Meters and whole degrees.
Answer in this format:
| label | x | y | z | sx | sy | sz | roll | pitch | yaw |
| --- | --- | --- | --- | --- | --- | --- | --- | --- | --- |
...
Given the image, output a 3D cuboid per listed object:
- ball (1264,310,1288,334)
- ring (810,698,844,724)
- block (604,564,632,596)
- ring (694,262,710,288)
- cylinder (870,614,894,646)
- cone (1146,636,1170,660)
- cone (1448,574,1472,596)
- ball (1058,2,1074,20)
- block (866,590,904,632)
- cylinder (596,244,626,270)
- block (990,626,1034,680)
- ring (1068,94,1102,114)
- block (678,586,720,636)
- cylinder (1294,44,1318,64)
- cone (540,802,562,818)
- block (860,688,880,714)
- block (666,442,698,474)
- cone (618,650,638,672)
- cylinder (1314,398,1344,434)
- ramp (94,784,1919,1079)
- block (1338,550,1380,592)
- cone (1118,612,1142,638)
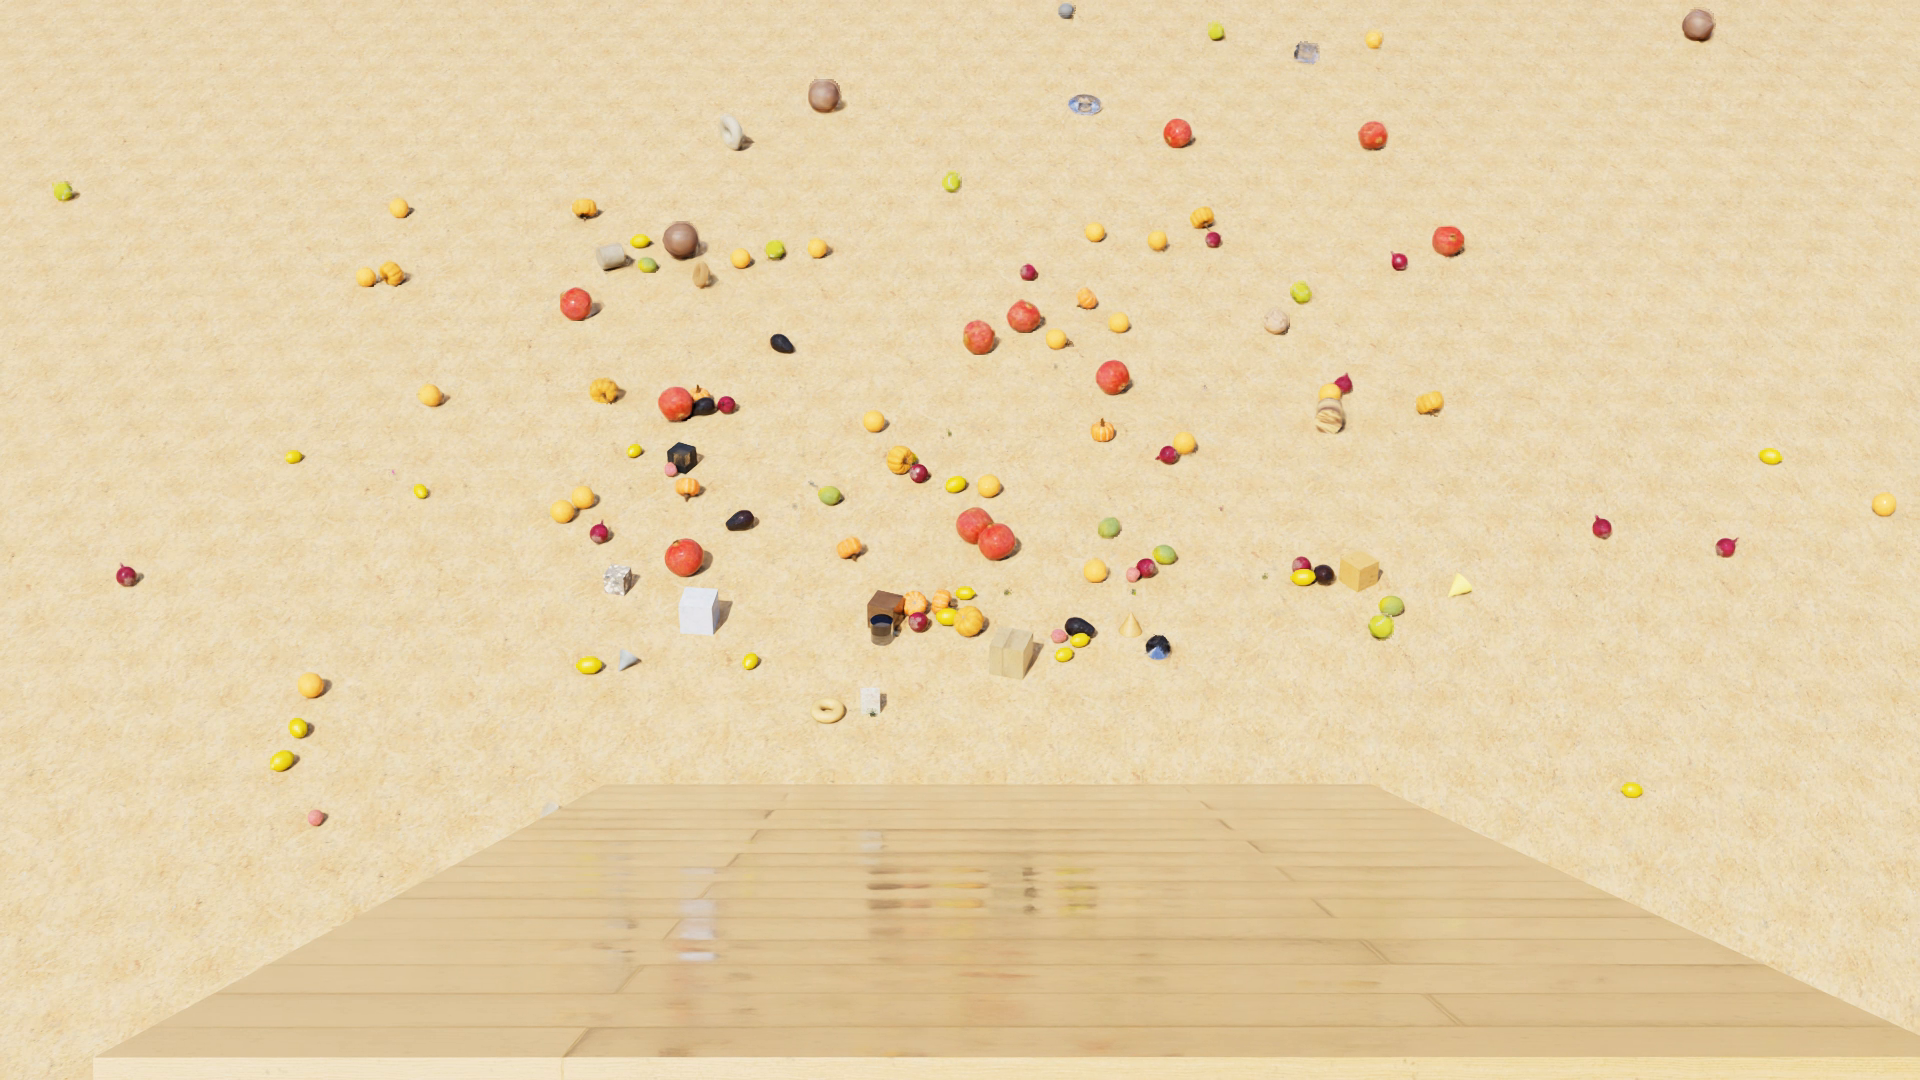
| label | x | y | z | sx | sy | sz | roll | pitch | yaw |
| --- | --- | --- | --- | --- | --- | --- | --- | --- | --- |
| ball | 1.090 | -0.753 | 8.949 | 0.087 | 0.087 | 0.087 | 0 | 33 | 0 |
| ring | -0.365 | 0.469 | 7.145 | 0.095 | 0.032 | 0.095 | 1 | 35 | -1 |
| block | -1.009 | 0.118 | 7.649 | 0.063 | 0.063 | 0.063 | 9 | 34 | 13 |
| ring | -0.923 | -0.945 | 9.245 | 0.030 | 0.089 | 0.089 | 8 | 26 | -33 |
| cylinder | -0.224 | 0.258 | 7.434 | 0.066 | 0.066 | 0.066 | 0 | 33 | 0 |
| cone | 0.565 | 0.301 | 7.399 | 0.072 | 0.072 | 0.072 | 2 | 7 | 2 |
| cone | 1.461 | 0.147 | 7.636 | 0.067 | 0.067 | 0.067 | -40 | 44 | -9 |
| ball | 0.461 | -2.311 | 11.329 | 0.070 | 0.070 | 0.070 | 0 | 33 | 0 |
| block | -0.215 | 0.207 | 7.498 | 0.081 | 0.081 | 0.081 | 12 | 35 | 17 |
| cylinder | -1.260 | -1.021 | 9.362 | 0.081 | 0.081 | 0.081 | -16 | 37 | -23 |
| block | 0.145 | 0.318 | 7.312 | 0.099 | 0.099 | 0.099 | 10 | 35 | 15 |
| ring | 0.507 | -1.767 | 10.527 | 0.137 | 0.046 | 0.137 | 1 | 34 | -1 |
| block | -0.752 | 0.205 | 7.486 | 0.096 | 0.096 | 0.096 | 4 | 34 | 6 |
| cylinder | 1.459 | -2.048 | 10.925 | 0.077 | 0.077 | 0.077 | 17 | 37 | 24 |
| cone | -1.049 | 0.711 | 6.780 | 0.065 | 0.065 | 0.065 | 16 | 10 | 23 |
| block | -0.248 | 0.444 | 7.164 | 0.052 | 0.052 | 0.052 | -2 | 33 | -2 |
| block | -0.880 | -0.259 | 8.219 | 0.067 | 0.067 | 0.067 | 16 | 37 | 23 |
| cone | -0.950 | 0.350 | 7.330 | 0.059 | 0.059 | 0.059 | 19 | 64 | 26 |
| cylinder | 1.198 | -0.404 | 8.420 | 0.087 | 0.087 | 0.087 | 6 | 34 | 9 |
| ramp | 0.074 | 0.645 | 4.768 | 2.000 | 0.100 | 4.000 | 0 | -1 | 0 |
| block | 1.180 | 0.091 | 7.674 | 0.080 | 0.080 | 0.080 | -22 | 39 | -30 |
| cone | 0.492 | 0.234 | 7.468 | 0.069 | 0.069 | 0.069 | 0 | 33 | 0 |
